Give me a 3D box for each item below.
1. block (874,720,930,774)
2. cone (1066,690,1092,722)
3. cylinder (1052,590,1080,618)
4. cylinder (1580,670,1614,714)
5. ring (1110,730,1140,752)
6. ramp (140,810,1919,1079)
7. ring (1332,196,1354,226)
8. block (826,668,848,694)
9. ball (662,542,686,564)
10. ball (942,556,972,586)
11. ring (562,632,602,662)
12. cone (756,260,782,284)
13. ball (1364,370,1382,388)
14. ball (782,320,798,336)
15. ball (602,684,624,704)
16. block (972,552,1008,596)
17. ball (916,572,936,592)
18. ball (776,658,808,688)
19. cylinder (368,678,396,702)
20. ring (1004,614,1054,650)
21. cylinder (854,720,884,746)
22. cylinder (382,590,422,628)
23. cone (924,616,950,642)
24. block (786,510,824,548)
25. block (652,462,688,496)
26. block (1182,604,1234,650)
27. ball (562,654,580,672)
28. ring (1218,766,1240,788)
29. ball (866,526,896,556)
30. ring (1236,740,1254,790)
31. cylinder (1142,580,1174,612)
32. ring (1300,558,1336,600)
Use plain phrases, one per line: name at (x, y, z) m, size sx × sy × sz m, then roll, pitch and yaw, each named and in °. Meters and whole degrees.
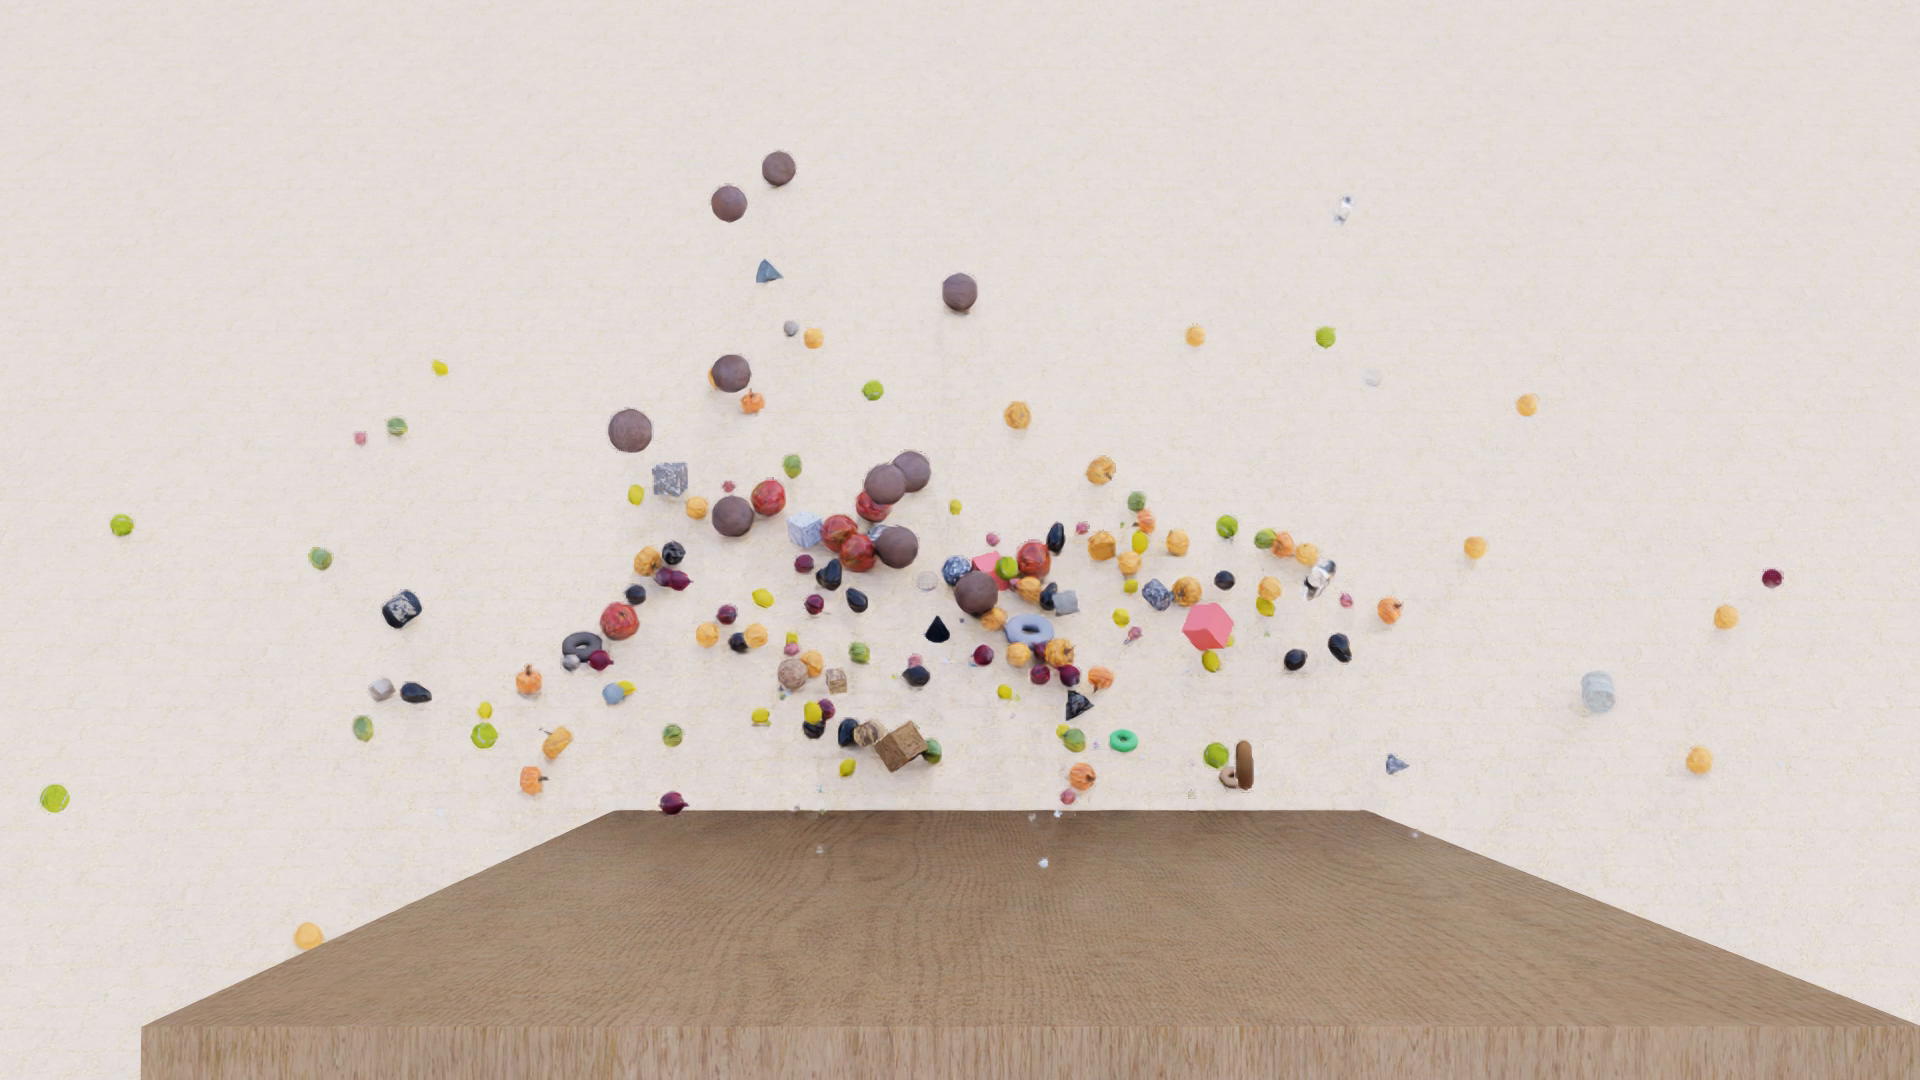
block at (-0.162, 0.567, 7.130) m, size 0.090 × 0.090 × 0.090 m, roll -28°, pitch 81°, yaw -44°
cone at (0.318, 0.481, 7.332) m, size 0.083 × 0.083 × 0.083 m, roll 19°, pitch 75°, yaw 24°
cylinder at (0.311, 0.186, 7.646) m, size 0.069 × 0.069 × 0.069 m, roll -13°, pitch 37°, yaw 2°
cylinder at (1.805, 0.429, 7.360) m, size 0.086 × 0.086 × 0.086 m, roll 3°, pitch 37°, yaw 5°
ring at (0.457, 0.558, 7.237) m, size 0.083 × 0.028 × 0.083 m, roll 1°, pitch 36°, yaw -1°
ramp at (0.081, 0.682, 4.916) m, size 2.000 × 0.100 × 4.000 m, roll 0°, pitch -2°, yaw 0°
ring at (1.397, -1.202, 9.505) m, size 0.041 × 0.123 × 0.123 m, roll 26°, pitch 37°, yaw -9°
block at (-0.352, 0.402, 7.426) m, size 0.051 × 0.051 × 0.051 m, roll -8°, pitch 37°, yaw -10°
ball at (-0.870, 0.040, 7.895) m, size 0.071 × 0.071 × 0.071 m, roll 0°, pitch 37°, yaw 0°
ball at (-0.009, 0.095, 7.805) m, size 0.090 × 0.090 × 0.090 m, roll 0°, pitch 37°, yaw 0°
ring at (-1.099, 0.311, 7.558) m, size 0.121 × 0.040 × 0.121 m, roll 0°, pitch 36°, yaw 0°
cone at (-0.665, -0.942, 9.235) m, size 0.087 × 0.087 × 0.087 m, roll 14°, pitch 29°, yaw -28°
ball at (1.379, -0.538, 8.678) m, size 0.058 × 0.058 × 0.058 m, roll 0°, pitch 37°, yaw 0°
ball at (-0.581, -0.729, 8.936) m, size 0.056 × 0.056 × 0.056 m, roll 0°, pitch 37°, yaw 0°
ball at (-0.982, 0.436, 7.363) m, size 0.061 × 0.061 × 0.061 m, roll 0°, pitch 37°, yaw 0°
block at (0.089, 0.100, 7.802) m, size 0.085 × 0.085 × 0.085 m, roll -15°, pitch 39°, yaw -19°
ball at (-0.099, 0.125, 7.789) m, size 0.060 × 0.060 × 0.060 m, roll 0°, pitch 37°, yaw 0°
ball at (-0.479, 0.380, 7.419) m, size 0.088 × 0.088 × 0.088 m, roll 0°, pitch 37°, yaw 0°
cylinder at (-1.643, 0.426, 7.393) m, size 0.052 × 0.052 × 0.052 m, roll 27°, pitch 45°, yaw 32°
ring at (0.203, 0.269, 7.606) m, size 0.146 × 0.049 × 0.146 m, roll 2°, pitch 36°, yaw -1°
cylinder at (-0.251, 0.534, 7.214) m, size 0.063 × 0.063 × 0.063 m, roll 22°, pitch 20°, yaw 27°
cylinder at (-1.642, 0.205, 7.651) m, size 0.083 × 0.083 × 0.083 m, roll 24°, pitch 45°, yaw 28°
cone at (-0.066, 0.248, 7.612) m, size 0.076 × 0.076 × 0.076 m, roll 0°, pitch 37°, yaw 0°
block at (-0.475, -0.032, 7.978) m, size 0.076 × 0.076 × 0.076 m, roll -28°, pitch 36°, yaw -32°
block at (-0.906, -0.192, 8.151) m, size 0.084 × 0.084 × 0.084 m, roll 2°, pitch 18°, yaw 13°
block at (0.714, 0.250, 7.485) m, size 0.094 × 0.094 × 0.094 m, roll -6°, pitch 48°, yaw 42°
ball at (-1.120, 0.354, 7.489) m, size 0.051 × 0.051 × 0.051 m, roll 0°, pitch 37°, yaw 0°
ring at (0.747, 0.649, 7.117) m, size 0.077 × 0.026 × 0.077 m, roll 1°, pitch 37°, yaw -1°
ball at (-0.240, 0.001, 7.929) m, size 0.092 × 0.092 × 0.092 m, roll 0°, pitch 37°, yaw 0°
ring at (0.732, 0.578, 6.684) m, size 0.043 × 0.128 × 0.128 m, roll -2°, pitch 36°, yaw 6°
cylinder at (0.587, 0.164, 7.715) m, size 0.069 × 0.069 × 0.069 m, roll -23°, pitch 49°, yaw -27°
ring at (1.055, 0.118, 7.652) m, size 0.048 × 0.143 × 0.143 m, roll 38°, pitch 49°, yaw 17°
